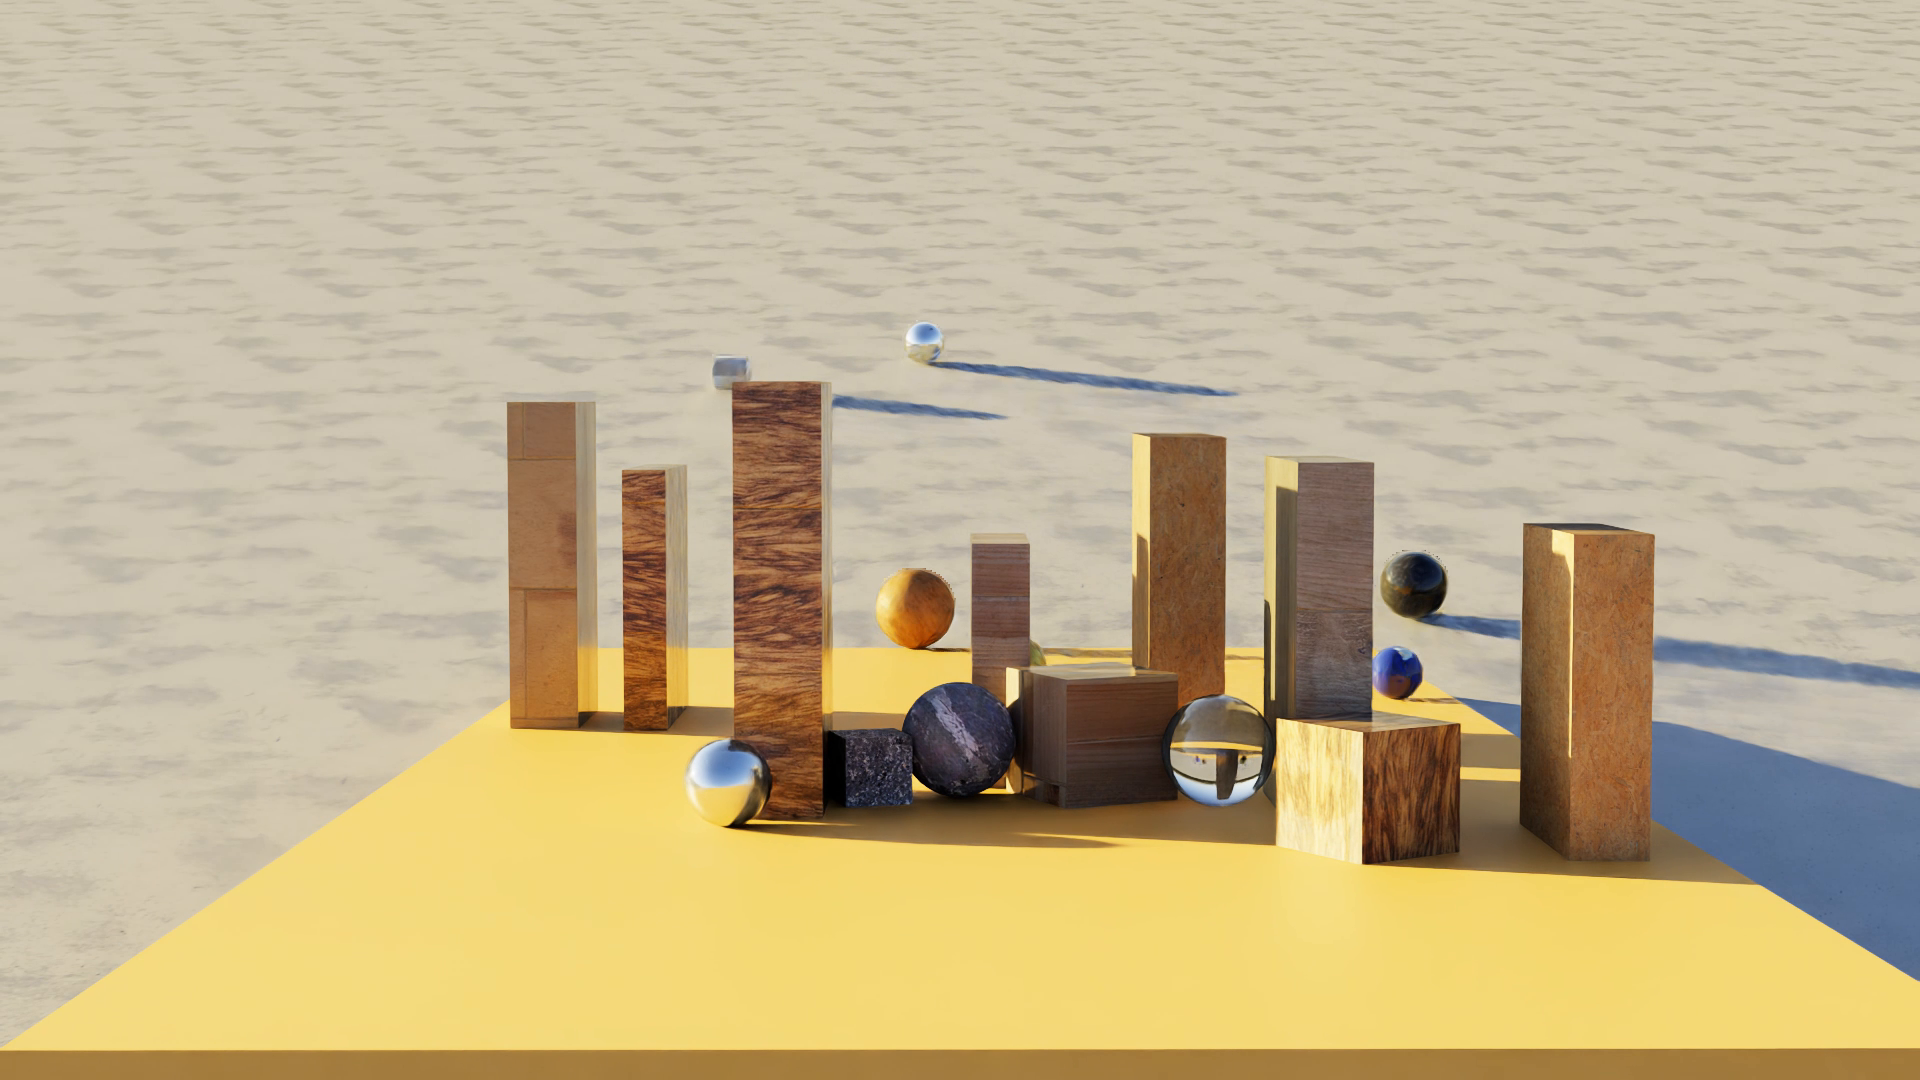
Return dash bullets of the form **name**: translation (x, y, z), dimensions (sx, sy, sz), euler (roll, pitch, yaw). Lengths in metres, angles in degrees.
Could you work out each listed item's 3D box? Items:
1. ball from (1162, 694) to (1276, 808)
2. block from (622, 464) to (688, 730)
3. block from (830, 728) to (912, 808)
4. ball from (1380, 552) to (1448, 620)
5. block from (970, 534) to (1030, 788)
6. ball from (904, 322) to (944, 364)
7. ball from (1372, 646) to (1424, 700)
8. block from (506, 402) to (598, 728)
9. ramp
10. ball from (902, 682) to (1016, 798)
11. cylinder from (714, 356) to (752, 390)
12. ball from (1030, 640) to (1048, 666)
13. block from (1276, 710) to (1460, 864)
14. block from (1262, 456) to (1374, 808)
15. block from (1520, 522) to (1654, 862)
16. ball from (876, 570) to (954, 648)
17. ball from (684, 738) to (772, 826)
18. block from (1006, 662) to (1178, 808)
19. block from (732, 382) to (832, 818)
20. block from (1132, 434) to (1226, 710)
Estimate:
- **ball**: translation (0.403, 0.329, 4.013), dimensions (0.177, 0.177, 0.177), euler (0, 21, 0)
- **block**: translation (-0.604, 0.105, 5.110), dimensions (0.083, 0.500, 0.398), euler (0, 3, 0)
- **block**: translation (-0.142, 0.360, 4.074), dimensions (0.107, 0.107, 0.107), euler (-1, 3, -17)
- **ball**: translation (1.225, 0.122, 6.937), dimensions (0.184, 0.184, 0.184), euler (0, 21, 0)
- **block**: translation (0.066, 0.197, 4.355), dimensions (0.095, 0.401, 0.312), euler (0, 3, 0)
- **ball**: translation (-0.127, -0.703, 9.162), dimensions (0.147, 0.147, 0.147), euler (0, 21, 0)
- **ball**: translation (0.920, 0.280, 5.419), dimensions (0.113, 0.113, 0.113), euler (0, 21, 0)
- **block**: translation (-0.803, 0.042, 5.078), dimensions (0.132, 0.629, 0.277), euler (0, 3, 0)
- **ramp**: translation (0.048, 0.438, 4.532), dimensions (2.000, 0.100, 4.000), euler (0, 3, 0)
- **ball**: translation (-0.003, 0.319, 4.116), dimensions (0.185, 0.185, 0.185), euler (0, 21, 0)
- **cylinder**: translation (-0.785, -0.577, 8.865), dimensions (0.114, 0.114, 0.114), euler (-1, 21, 5)
- **ball**: translation (0.109, 0.269, 5.335), dimensions (0.146, 0.146, 0.146), euler (0, 21, 0)
- **block**: translation (0.577, 0.347, 3.640), dimensions (0.182, 0.182, 0.182), euler (-2, 4, -33)
- **block**: translation (0.547, 0.148, 3.953), dimensions (0.112, 0.545, 0.396), euler (0, 3, 0)
- **block**: translation (0.896, 0.209, 3.690), dimensions (0.111, 0.452, 0.314), euler (0, 3, 0)
- **ball**: translation (-0.114, 0.175, 6.510), dimensions (0.200, 0.200, 0.200), euler (0, 21, 0)
- **ball**: translation (-0.346, 0.362, 3.834), dimensions (0.131, 0.131, 0.131), euler (0, 21, 0)
- **block**: translation (0.211, 0.310, 4.125), dimensions (0.202, 0.202, 0.202), euler (-2, 4, -26)
- **block**: translation (-0.276, 0.083, 4.047), dimensions (0.134, 0.664, 0.326), euler (0, 3, 0)
- **block**: translation (0.405, 0.088, 4.797), dimensions (0.136, 0.567, 0.441), euler (0, 3, 0)
